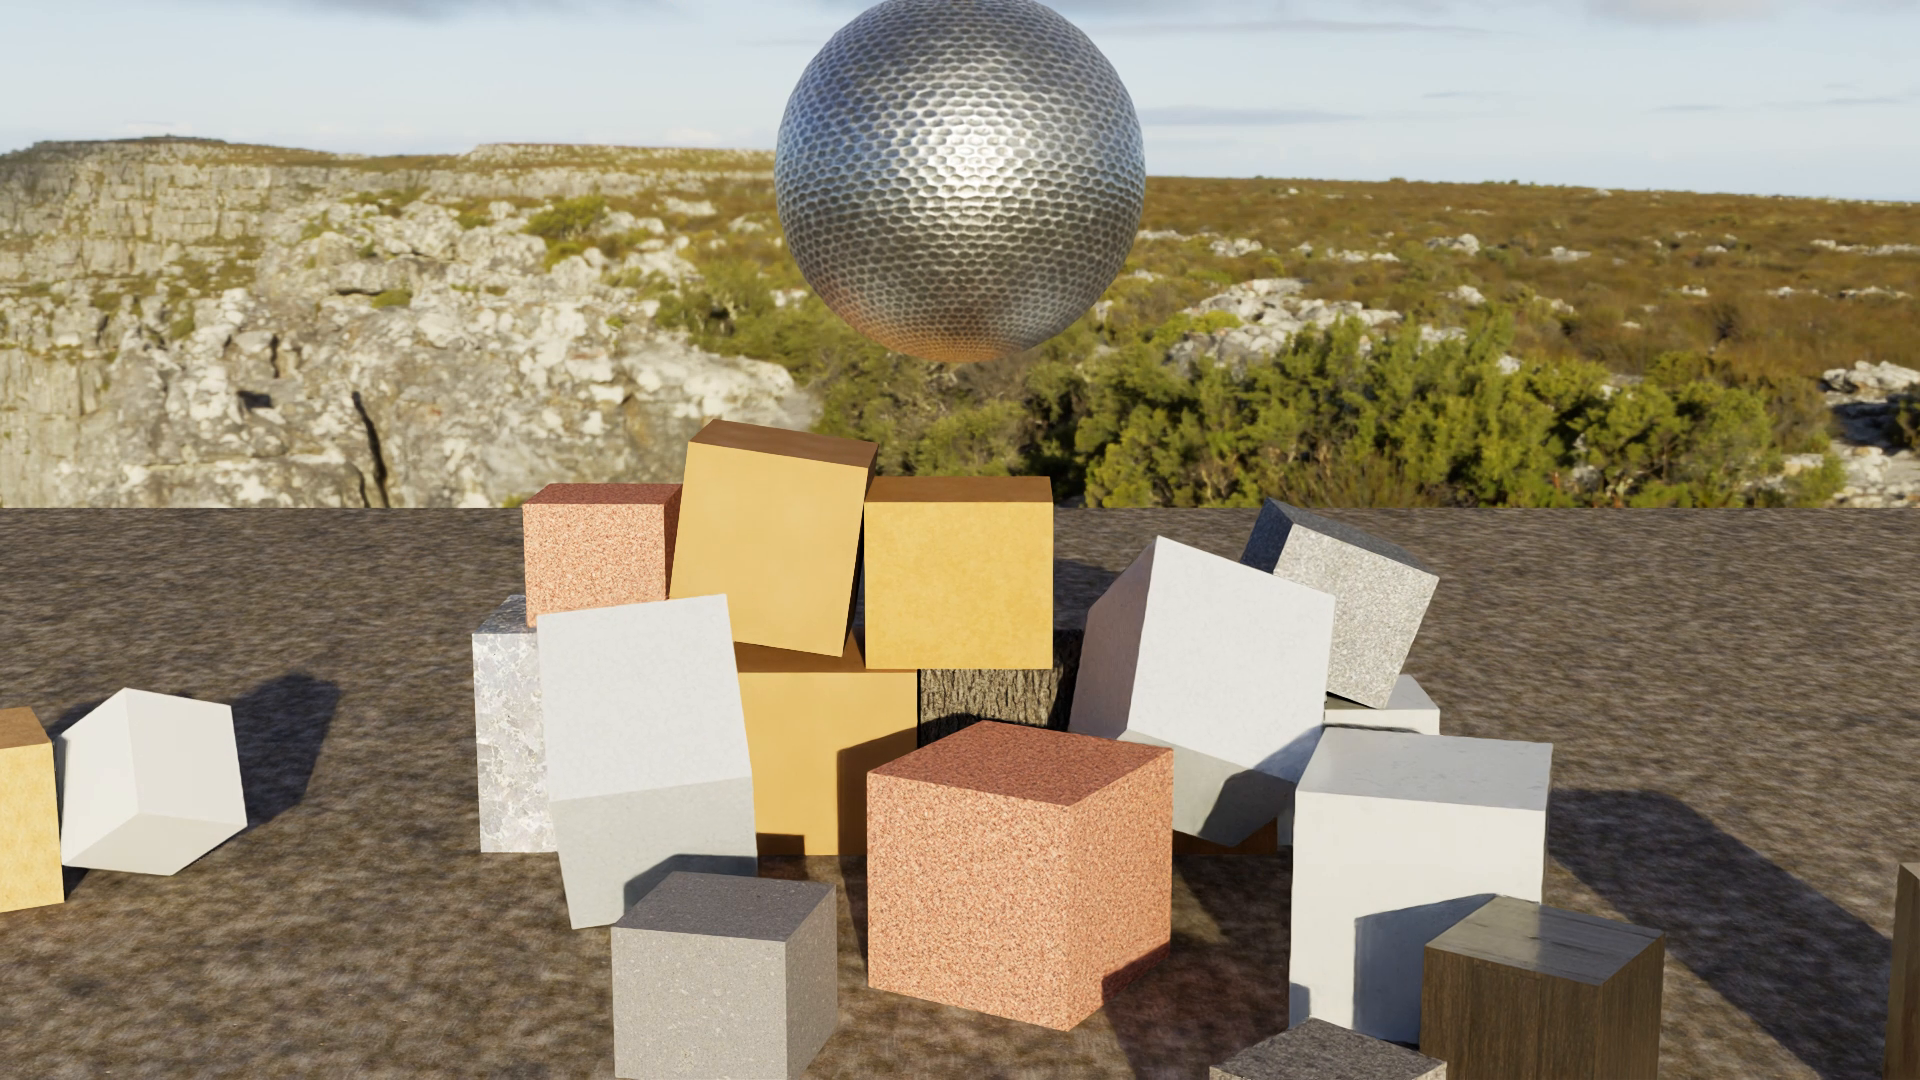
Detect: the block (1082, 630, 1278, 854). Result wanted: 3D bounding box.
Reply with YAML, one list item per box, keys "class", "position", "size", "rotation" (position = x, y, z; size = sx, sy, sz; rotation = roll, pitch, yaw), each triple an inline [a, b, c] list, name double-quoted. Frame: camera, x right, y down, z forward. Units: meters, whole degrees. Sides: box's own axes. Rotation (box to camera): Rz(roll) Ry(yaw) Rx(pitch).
- class: "block"
  position: [1.113, 1.027, 11.384]
  size: [0.915, 0.907, 1.048]
  rotation: [0, 10, 0]

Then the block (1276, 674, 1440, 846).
- class: "block"
  position: [1.986, 1.128, 11.385]
  size: [0.813, 0.708, 0.728]
  rotation: [0, 10, 0]

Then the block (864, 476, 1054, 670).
- class: "block"
  position: [0.003, 0.151, 11.193]
  size: [0.920, 0.832, 0.847]
  rotation: [0, 10, 1]

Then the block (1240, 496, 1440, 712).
- class: "block"
  position: [1.855, 0.310, 11.227]
  size: [0.780, 0.724, 0.801]
  rotation: [20, 10, -5]

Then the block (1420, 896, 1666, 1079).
- class: "block"
  position: [2.108, 1.765, 7.970]
  size: [0.642, 0.675, 0.659]
  rotation: [8, 13, 36]

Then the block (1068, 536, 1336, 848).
- class: "block"
  position: [1.088, 0.714, 10.136]
  size: [0.899, 0.979, 0.838]
  rotation: [19, -30, -11]

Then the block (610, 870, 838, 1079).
- class: "block"
  position: [-0.900, 1.701, 8.535]
  size: [0.684, 0.599, 0.661]
  rotation: [2, 11, 13]

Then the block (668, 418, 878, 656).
- class: "block"
  position: [-0.936, -0.031, 11.159]
  size: [0.877, 0.945, 0.922]
  rotation: [8, 10, 0]

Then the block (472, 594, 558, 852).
- class: "block"
  position: [-1.869, 0.926, 11.354]
  size: [1.051, 1.117, 0.946]
  rotation: [0, 10, 0]

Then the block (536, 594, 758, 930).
- class: "block"
  position: [-1.405, 0.999, 9.943]
  size: [0.850, 0.990, 1.029]
  rotation: [-6, 49, -8]

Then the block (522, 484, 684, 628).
- class: "block"
  position: [-1.799, 0.069, 11.205]
  size: [0.695, 0.621, 0.669]
  rotation: [0, 10, 1]

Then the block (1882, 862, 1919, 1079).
- class: "block"
  position: [3.886, 1.713, 7.658]
  size: [0.902, 0.890, 0.982]
  rotation: [0, 10, 2]

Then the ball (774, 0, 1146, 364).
- class: "ball"
  position: [0.000, -1.562, 9.448]
  size: [1.600, 1.600, 1.600]
  rotation: [0, 10, 0]

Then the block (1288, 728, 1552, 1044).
- class: "block"
  position: [1.911, 1.409, 9.051]
  size: [0.950, 0.989, 0.997]
  rotation: [3, 11, 16]

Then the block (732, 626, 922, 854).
- class: "block"
  position: [-0.771, 1.016, 11.373]
  size: [1.120, 0.932, 1.041]
  rotation: [0, 10, 0]

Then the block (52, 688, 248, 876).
- class: "block"
  position: [-3.842, 1.154, 10.407]
  size: [0.603, 0.631, 0.579]
  rotation: [-31, -29, 27]

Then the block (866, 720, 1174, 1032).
- class: "block"
  position: [0.266, 1.386, 9.334]
  size: [0.941, 0.934, 0.967]
  rotation: [6, 12, 30]

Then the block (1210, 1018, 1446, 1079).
- class: "block"
  position: [1.202, 1.973, 7.226]
  size: [0.529, 0.533, 0.573]
  rotation: [10, 14, 44]

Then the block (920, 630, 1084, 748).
- class: "block"
  position: [0.229, 1.015, 11.370]
  size: [0.845, 0.935, 0.860]
  rotation: [0, 10, 0]

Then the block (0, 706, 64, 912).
- class: "block"
  position: [-4.669, 1.283, 10.359]
  size: [0.683, 0.769, 0.768]
  rotation: [-6, 12, -29]
